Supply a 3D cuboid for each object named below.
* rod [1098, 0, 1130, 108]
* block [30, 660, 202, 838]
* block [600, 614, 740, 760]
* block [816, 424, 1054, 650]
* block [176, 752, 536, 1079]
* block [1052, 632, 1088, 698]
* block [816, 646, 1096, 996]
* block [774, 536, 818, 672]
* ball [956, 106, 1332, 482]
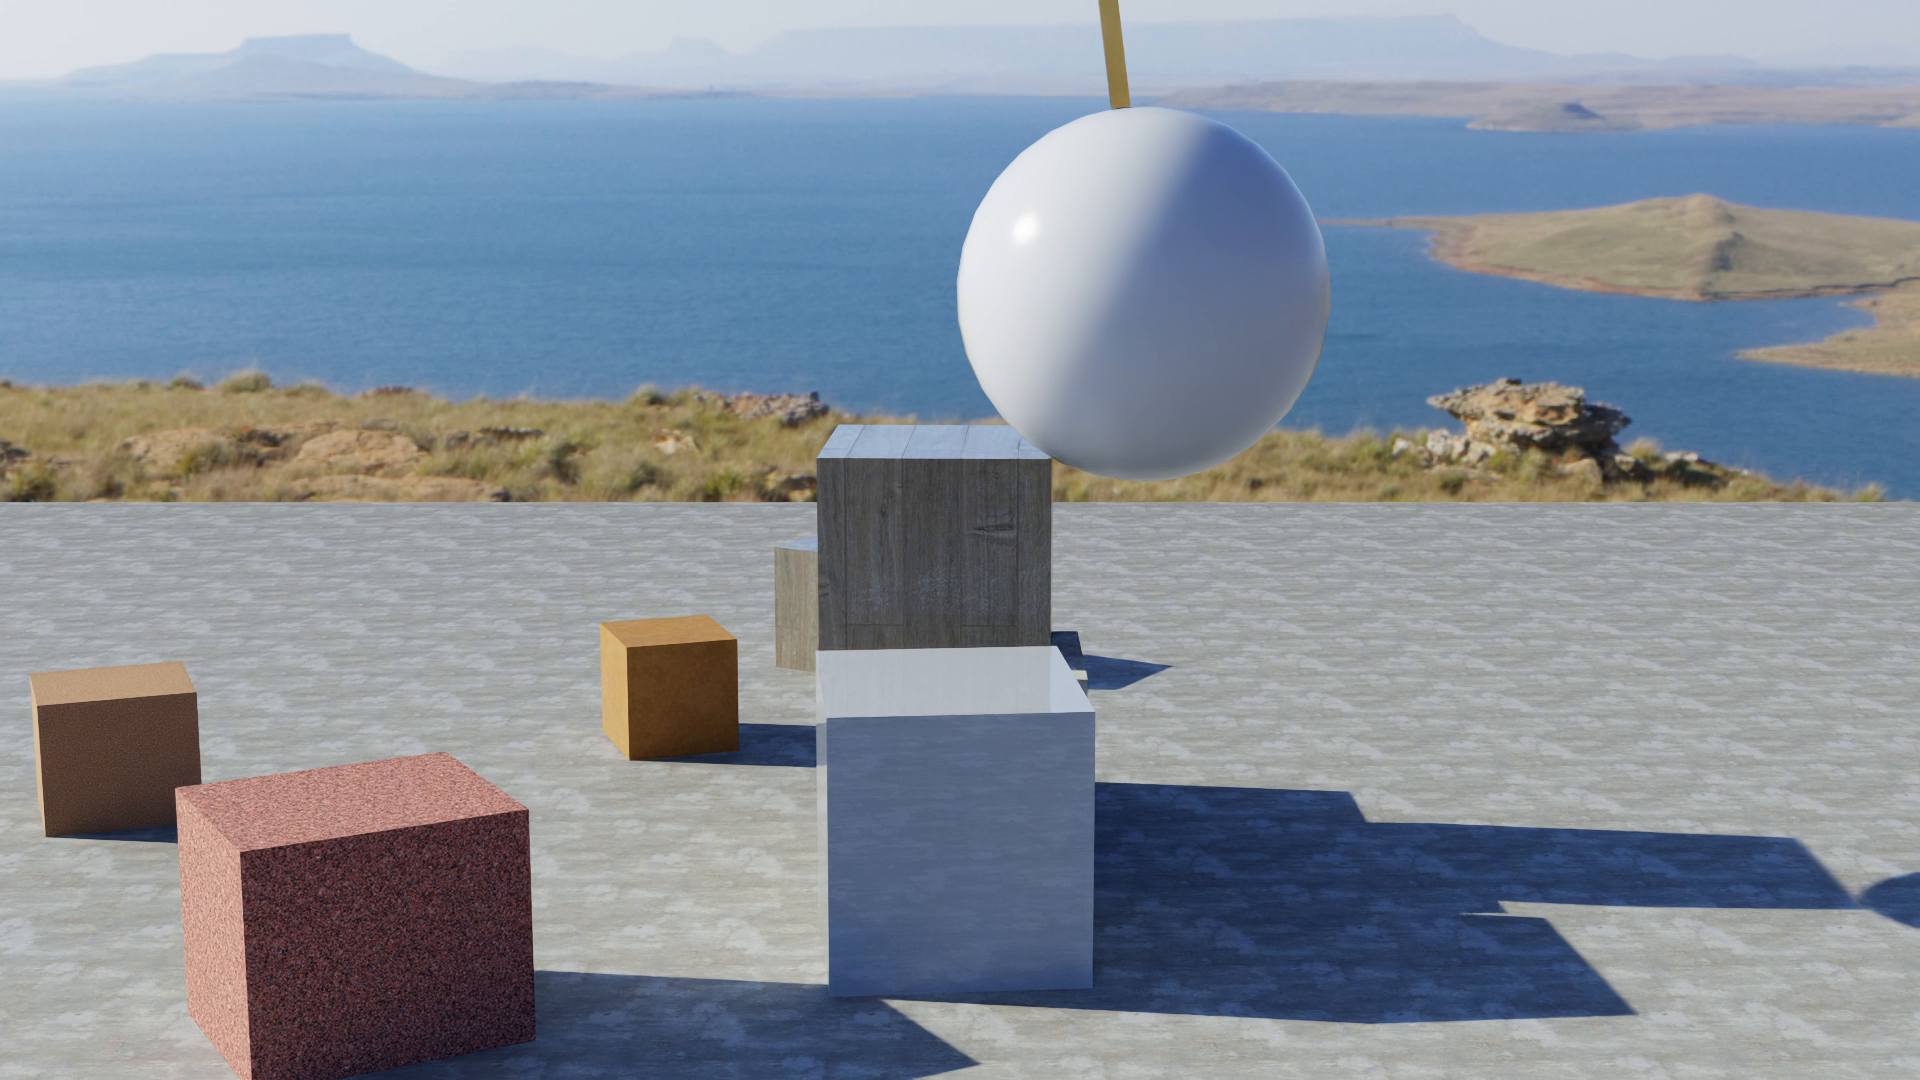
[{"bbox_3d":[0.340,-4.365,10.387,0.080,5.200,0.080,-7,10,1],"label":"rod"},{"bbox_3d":[-4.062,0.993,12.344,0.711,0.630,0.703,-4,11,-22],"label":"block"},{"bbox_3d":[-1.546,0.775,13.626,0.587,0.600,0.647,-4,11,-20],"label":"block"},{"bbox_3d":[-0.090,-0.001,11.678,1.016,0.908,1.055,0,10,2],"label":"block"},{"bbox_3d":[-2.242,1.382,9.498,1.041,0.882,0.926,-6,12,-29],"label":"block"},{"bbox_3d":[0.011,0.980,11.503,1.068,0.957,0.963,0,10,0],"label":"block"},{"bbox_3d":[-0.047,1.105,10.394,1.025,1.107,1.146,-1,10,-5],"label":"block"},{"bbox_3d":[-0.589,0.381,15.424,0.767,0.732,0.722,6,12,31],"label":"block"},{"bbox_3d":[0.784,-1.049,10.990,1.600,1.600,1.600,0,10,0],"label":"ball"}]
